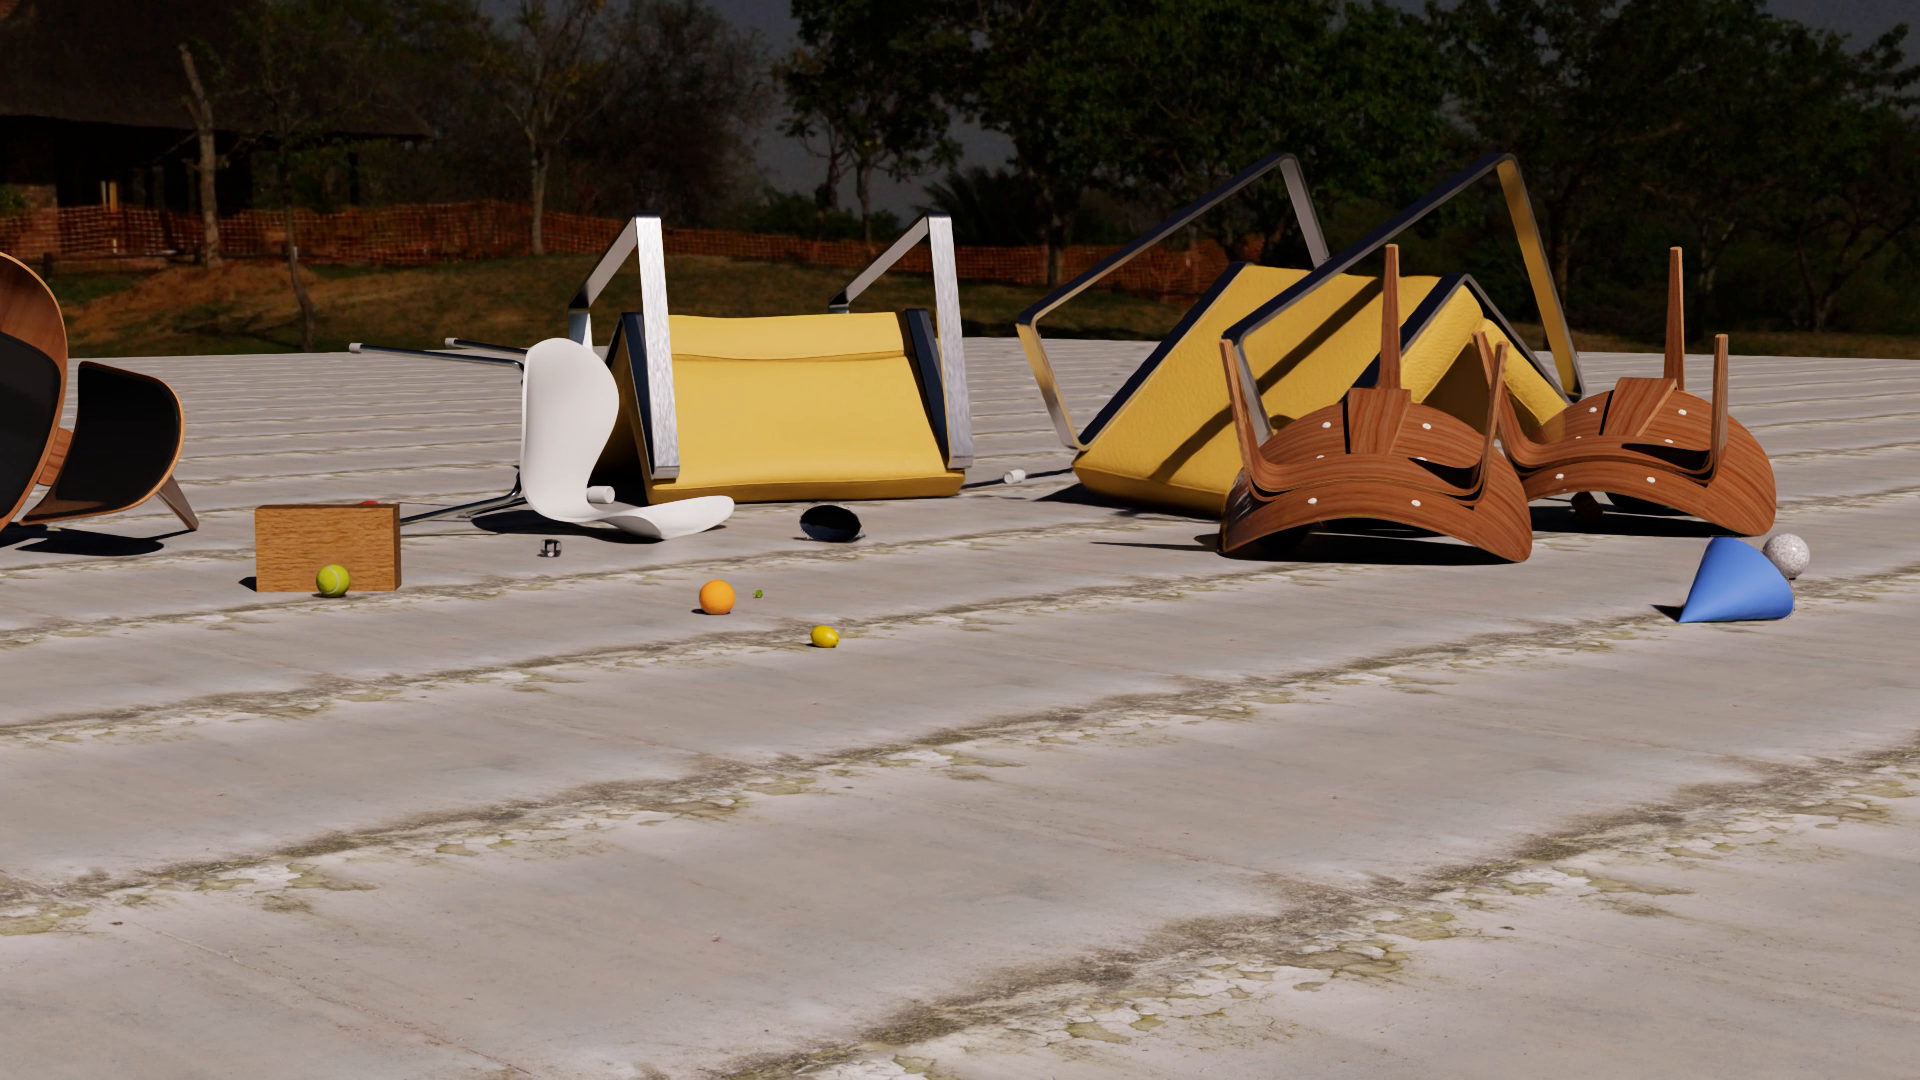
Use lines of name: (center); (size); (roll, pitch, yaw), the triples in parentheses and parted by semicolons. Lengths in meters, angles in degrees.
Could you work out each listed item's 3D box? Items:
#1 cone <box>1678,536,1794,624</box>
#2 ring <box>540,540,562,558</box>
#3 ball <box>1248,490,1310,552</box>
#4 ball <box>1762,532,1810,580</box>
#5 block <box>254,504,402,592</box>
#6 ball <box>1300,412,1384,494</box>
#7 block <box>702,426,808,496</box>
cone: (1.442, 0.116, 4.908); (0.191, 0.161, 0.220); (-29, 41, -21)
ring: (-0.962, 0.020, 6.035); (0.049, 0.039, 0.055); (-1, 7, -35)
ball: (0.765, -0.048, 6.154); (0.149, 0.149, 0.149); (0, 6, 0)
ball: (1.796, 0.035, 5.580); (0.101, 0.101, 0.101); (0, 6, 0)
block: (-1.329, 0.016, 5.405); (0.284, 0.175, 0.104); (0, 6, -5)
ball: (1.152, -0.260, 7.730); (0.248, 0.248, 0.248); (0, 6, 0)
block: (-0.623, -0.239, 7.779); (0.298, 0.195, 0.141); (-2, 6, -18)
